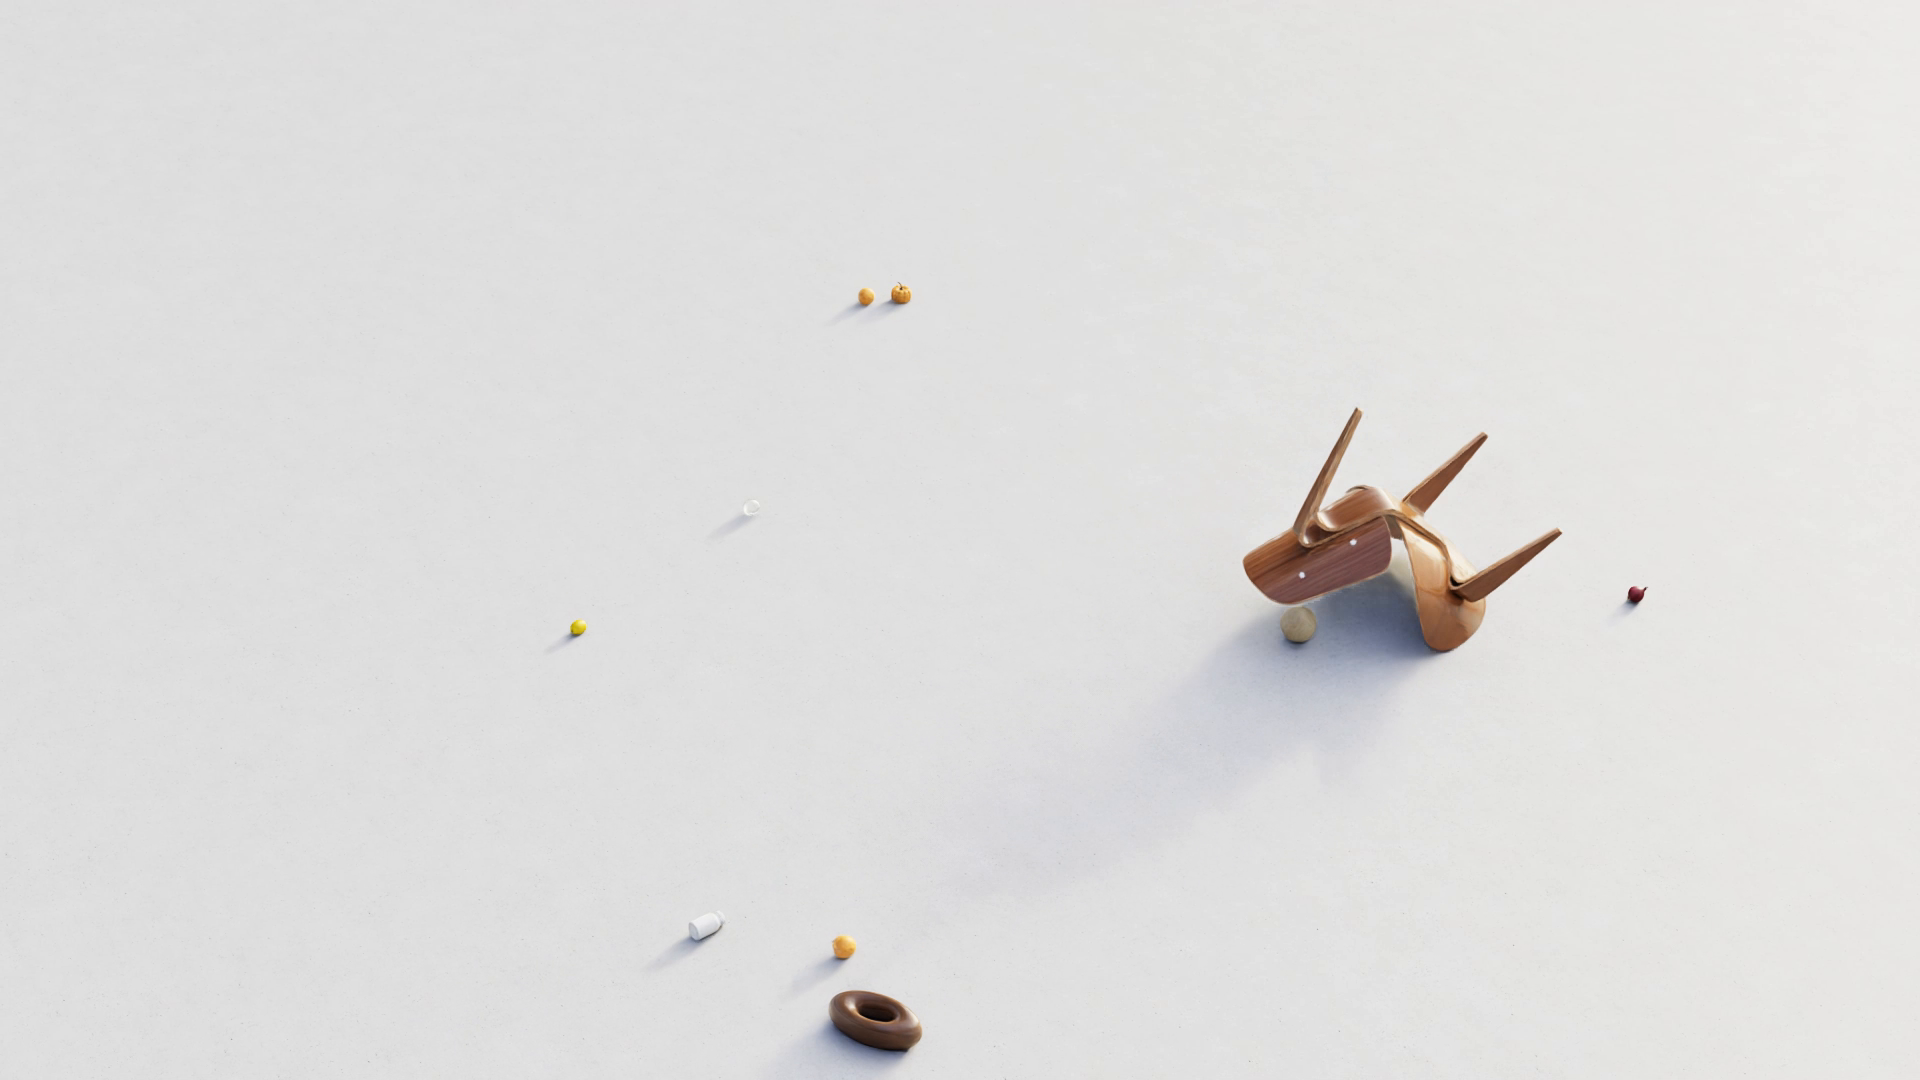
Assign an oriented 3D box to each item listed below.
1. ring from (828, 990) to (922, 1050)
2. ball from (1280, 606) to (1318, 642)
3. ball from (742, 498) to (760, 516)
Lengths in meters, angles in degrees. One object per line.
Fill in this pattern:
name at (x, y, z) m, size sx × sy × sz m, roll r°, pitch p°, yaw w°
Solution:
ring at (-0.251, 1.424, 8.700) m, size 0.311 × 0.094 × 0.166 m, roll 16°, pitch 38°, yaw 24°
ball at (1.199, 0.296, 10.376) m, size 0.131 × 0.131 × 0.131 m, roll 0°, pitch 33°, yaw 0°
ball at (-0.788, -0.124, 11.075) m, size 0.064 × 0.064 × 0.064 m, roll 0°, pitch 33°, yaw 0°
